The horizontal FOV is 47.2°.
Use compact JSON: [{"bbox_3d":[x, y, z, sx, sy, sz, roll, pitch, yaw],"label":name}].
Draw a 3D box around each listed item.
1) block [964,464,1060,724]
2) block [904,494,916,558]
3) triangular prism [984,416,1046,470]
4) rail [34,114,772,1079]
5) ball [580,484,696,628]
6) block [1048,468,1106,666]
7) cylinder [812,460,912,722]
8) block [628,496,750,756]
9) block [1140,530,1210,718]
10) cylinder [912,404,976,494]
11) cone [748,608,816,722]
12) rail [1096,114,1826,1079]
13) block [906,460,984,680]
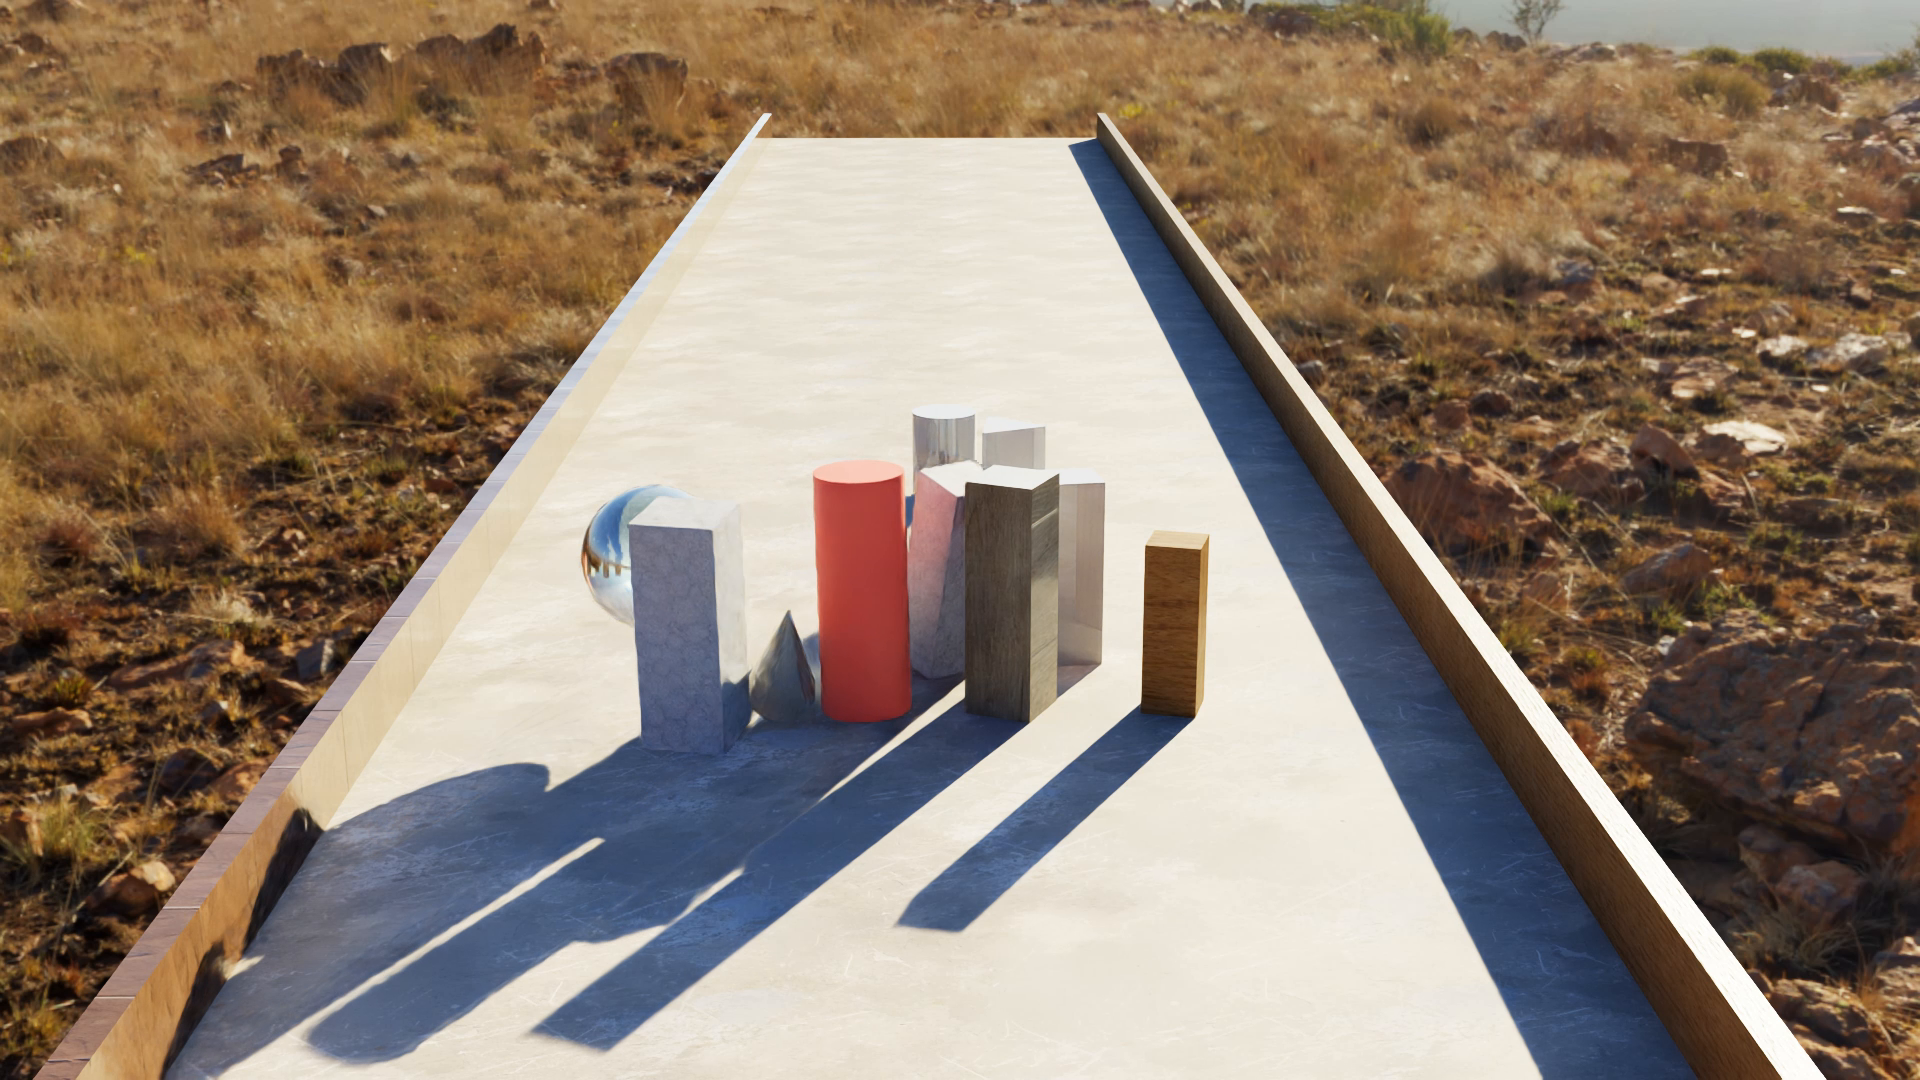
[{"bbox_3d":[0.097,0.100,4.102,0.132,0.450,0.132,7,18,24],"label":"block"},{"bbox_3d":[-0.111,0.077,4.396,0.115,0.307,0.115,-13,33,-35],"label":"block"},{"bbox_3d":[0.087,-0.043,4.635,0.143,0.419,0.124,-8,18,-24],"label":"triangular prism"},{"bbox_3d":[-1.118,-0.838,7.780,0.050,0.150,12.000,0,17,-1],"label":"rail"},{"bbox_3d":[-0.576,0.033,4.151,0.277,0.277,0.277,0,17,0],"label":"ball"},{"bbox_3d":[0.217,0.054,4.385,0.116,0.376,0.116,-3,17,-10],"label":"block"},{"bbox_3d":[-0.181,0.095,4.096,0.170,0.459,0.170,-1,16,0],"label":"cylinder"},{"bbox_3d":[-0.482,0.154,3.946,0.155,0.428,0.155,4,20,12],"label":"block"},{"bbox_3d":[0.403,0.157,4.121,0.103,0.329,0.103,4,17,14],"label":"block"},{"bbox_3d":[-0.035,-0.099,4.888,0.142,0.383,0.142,0,17,0],"label":"cylinder"},{"bbox_3d":[-0.314,0.198,3.937,0.131,0.131,0.383,-2,-25,-8],"label":"cone"},{"bbox_3d":[0.932,-0.844,7.801,0.050,0.150,12.000,0,17,-1],"label":"rail"},{"bbox_3d":[-0.020,0.060,4.290,0.123,0.402,0.123,-12,33,-35],"label":"block"}]
